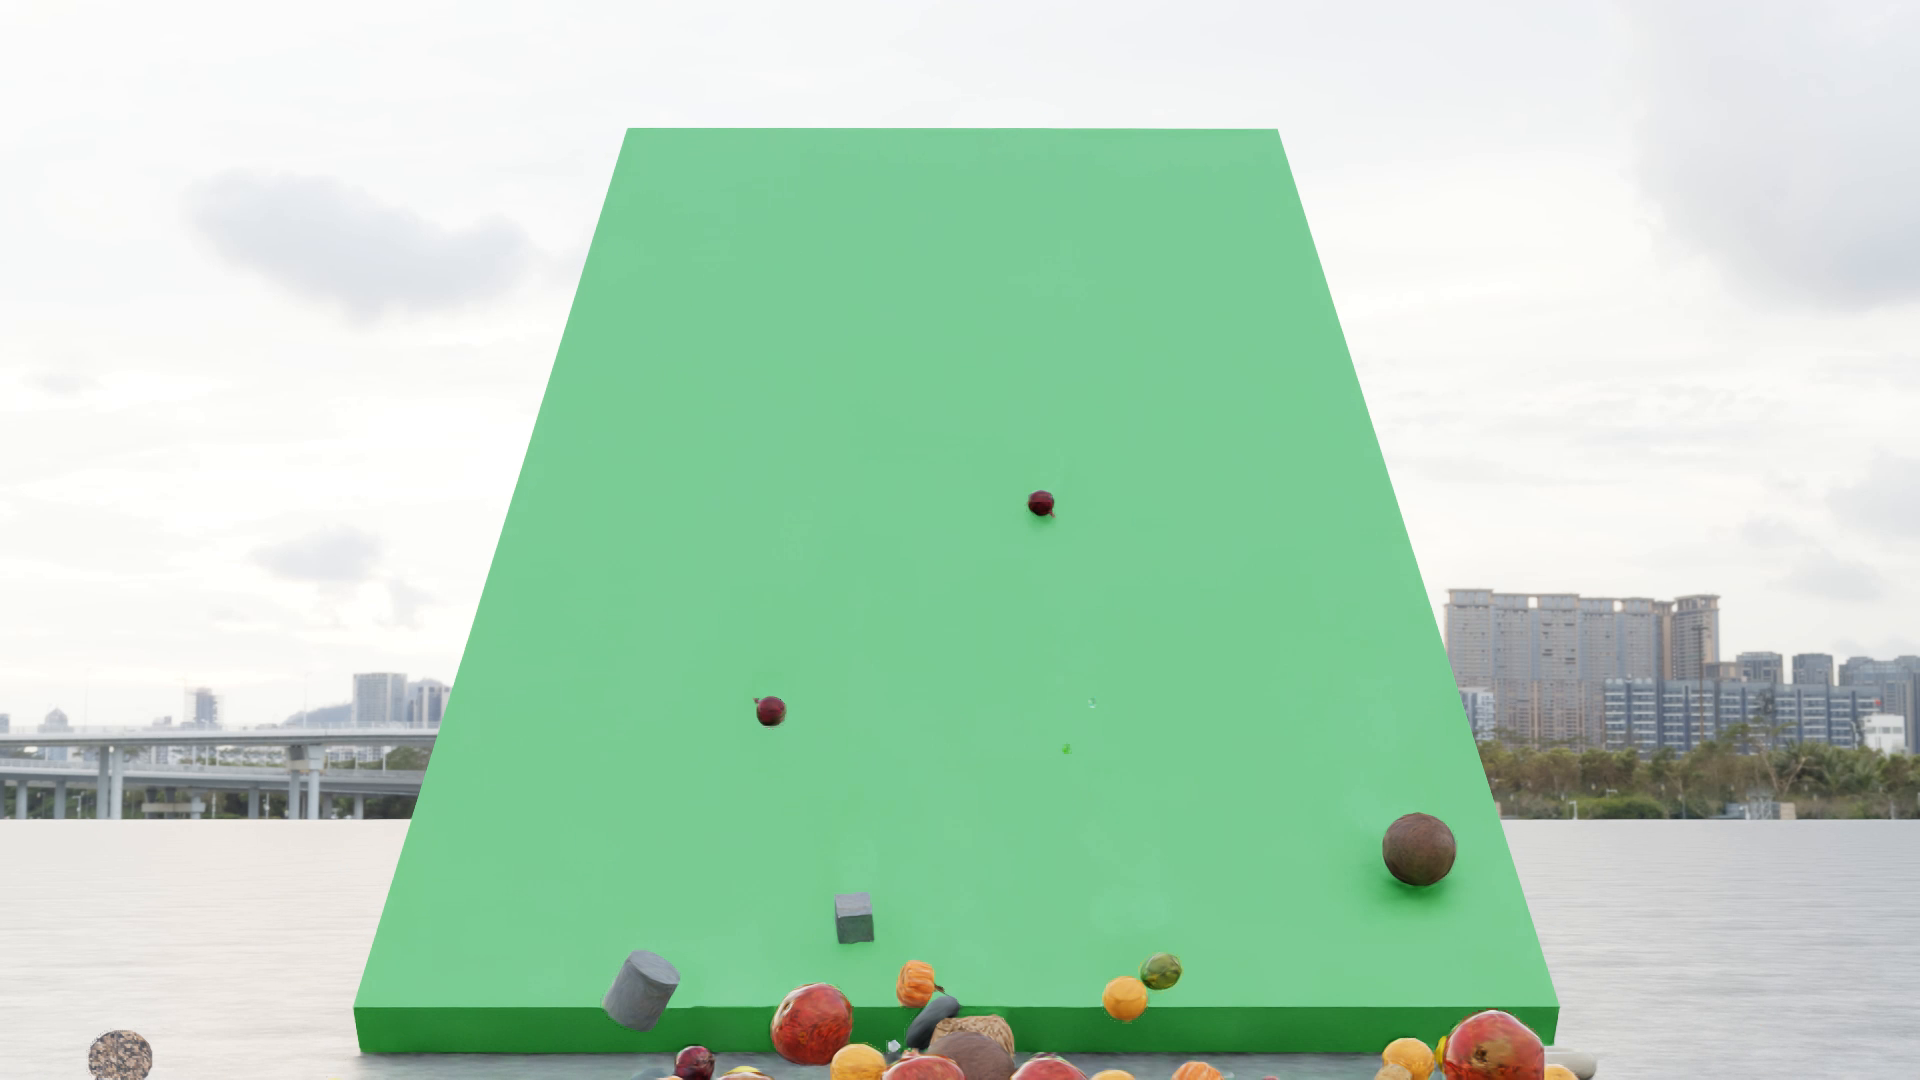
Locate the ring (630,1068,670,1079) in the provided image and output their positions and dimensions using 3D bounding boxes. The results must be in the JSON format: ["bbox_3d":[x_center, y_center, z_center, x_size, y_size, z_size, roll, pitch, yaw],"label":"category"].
[{"bbox_3d":[-0.389,0.699,3.029,0.026,0.079,0.079,0,-5,37],"label":"ring"}]

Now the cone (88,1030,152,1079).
[{"bbox_3d":[-1.244,0.782,3.580,0.091,0.091,0.091,3,-33,-24],"label":"cone"}]

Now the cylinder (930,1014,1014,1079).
[{"bbox_3d":[0.019,0.769,3.679,0.091,0.091,0.091,4,-8,-39],"label":"cylinder"}]

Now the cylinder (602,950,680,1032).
[{"bbox_3d":[-0.420,0.594,3.201,0.076,0.076,0.076,28,11,-6],"label":"cylinder"}]

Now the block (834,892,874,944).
[{"bbox_3d":[-0.182,0.649,4.167,0.060,0.060,0.060,-4,31,-8],"label":"block"}]

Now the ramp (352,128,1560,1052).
[{"bbox_3d":[-0.014,-0.204,5.764,2.000,0.100,4.000,0,31,0],"label":"ramp"}]

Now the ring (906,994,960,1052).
[{"bbox_3d":[-0.042,0.745,3.739,0.035,0.104,0.104,41,9,20],"label":"ring"}]

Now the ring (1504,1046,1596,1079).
[{"bbox_3d":[0.890,0.791,3.655,0.136,0.045,0.136,-1,-6,0],"label":"ring"}]

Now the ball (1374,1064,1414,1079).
[{"bbox_3d":[0.596,0.749,3.335,0.055,0.055,0.055,0,-6,0],"label":"ball"}]

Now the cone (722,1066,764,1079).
[{"bbox_3d":[-0.268,0.737,3.158,0.080,0.080,0.080,-3,-32,28],"label":"cone"}]
